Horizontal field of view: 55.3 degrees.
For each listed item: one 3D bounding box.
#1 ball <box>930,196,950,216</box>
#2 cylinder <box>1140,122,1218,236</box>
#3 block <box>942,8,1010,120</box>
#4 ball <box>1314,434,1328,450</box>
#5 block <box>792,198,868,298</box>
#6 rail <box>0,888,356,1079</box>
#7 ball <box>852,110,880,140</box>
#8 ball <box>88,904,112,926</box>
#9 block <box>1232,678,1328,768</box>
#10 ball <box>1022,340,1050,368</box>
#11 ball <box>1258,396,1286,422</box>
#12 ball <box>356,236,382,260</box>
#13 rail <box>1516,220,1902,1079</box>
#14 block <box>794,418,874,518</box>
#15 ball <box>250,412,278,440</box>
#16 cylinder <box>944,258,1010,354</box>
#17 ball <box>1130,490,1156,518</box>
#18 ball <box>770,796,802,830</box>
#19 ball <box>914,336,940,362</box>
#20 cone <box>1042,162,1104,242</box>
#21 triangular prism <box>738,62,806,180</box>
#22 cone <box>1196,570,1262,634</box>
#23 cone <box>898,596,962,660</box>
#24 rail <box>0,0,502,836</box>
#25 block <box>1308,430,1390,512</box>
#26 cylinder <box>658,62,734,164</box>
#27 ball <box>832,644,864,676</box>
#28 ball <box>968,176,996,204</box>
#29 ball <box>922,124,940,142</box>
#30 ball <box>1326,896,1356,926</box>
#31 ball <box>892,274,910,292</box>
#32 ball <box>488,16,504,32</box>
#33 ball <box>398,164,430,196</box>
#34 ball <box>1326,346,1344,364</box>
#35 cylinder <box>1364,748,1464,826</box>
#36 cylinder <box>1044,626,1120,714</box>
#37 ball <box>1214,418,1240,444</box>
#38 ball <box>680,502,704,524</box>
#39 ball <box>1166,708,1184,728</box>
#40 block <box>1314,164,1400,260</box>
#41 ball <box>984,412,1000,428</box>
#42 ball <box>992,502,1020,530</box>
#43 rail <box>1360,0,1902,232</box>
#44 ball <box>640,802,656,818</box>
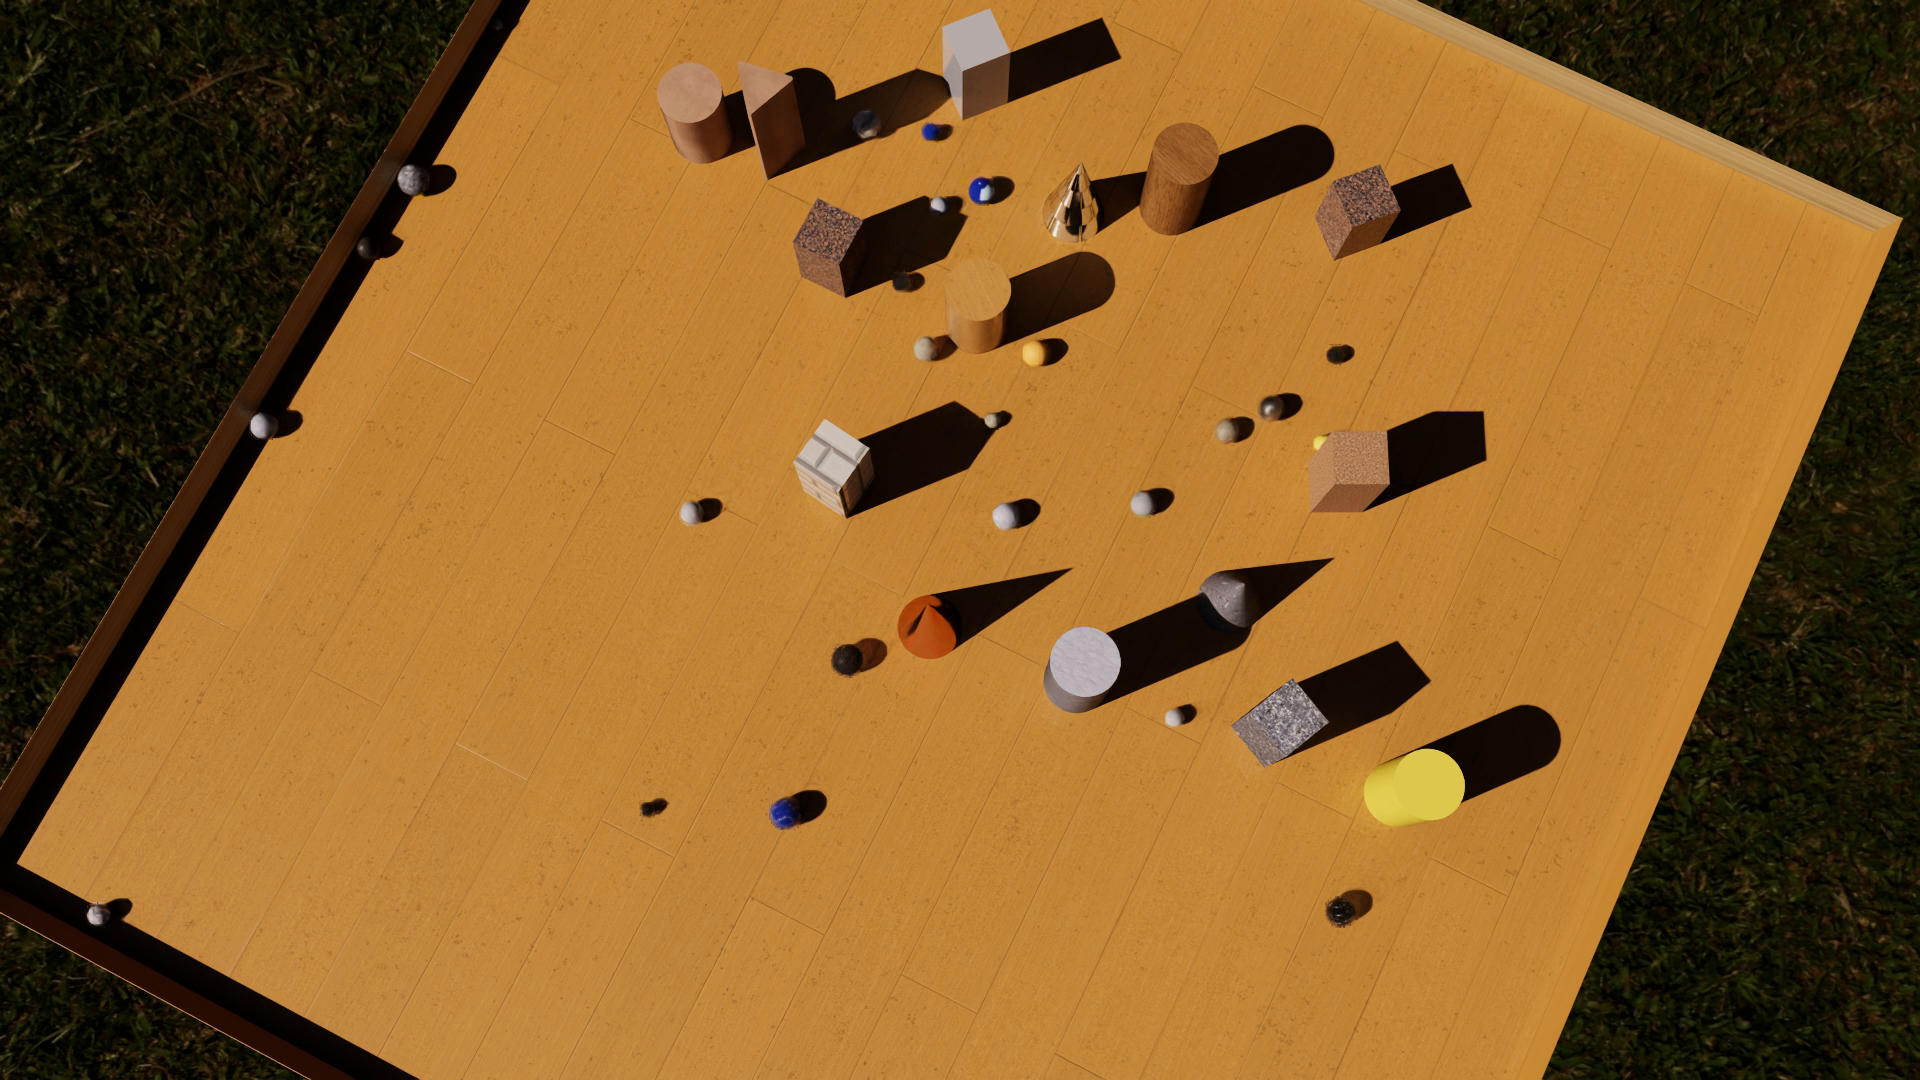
[{"bbox_3d":[-0.064,-1.057,5.804,0.061,0.061,0.061,0,78,0],"label":"ball"},{"bbox_3d":[0.669,-1.104,5.635,0.198,0.412,0.198,0,78,0],"label":"cylinder"},{"bbox_3d":[0.049,-1.486,5.744,0.158,0.353,0.158,-22,79,-5],"label":"block"},{"bbox_3d":[1.119,-0.296,5.649,0.057,0.057,0.057,0,78,0],"label":"ball"},{"bbox_3d":[-0.395,-0.897,5.648,0.158,0.301,0.158,27,80,5],"label":"block"},{"bbox_3d":[-0.981,1.928,5.151,4.333,0.128,0.045,26,80,5],"label":"rail"},{"bbox_3d":[-0.299,-1.324,5.845,0.089,0.089,0.089,0,78,0],"label":"ball"},{"bbox_3d":[-2.516,1.096,5.357,0.064,0.064,0.064,0,78,0],"label":"ball"},{"bbox_3d":[0.923,0.534,5.317,0.158,0.369,0.158,-37,81,-7],"label":"block"},{"bbox_3d":[0.235,-0.580,5.693,0.085,0.085,0.085,0,78,0],"label":"ball"},{"bbox_3d":[0.964,-0.406,5.659,0.082,0.082,0.082,0,78,0],"label":"ball"},{"bbox_3d":[-1.861,-0.920,5.769,0.075,0.075,0.075,0,78,0],"label":"ball"},{"bbox_3d":[1.917,0.945,5.354,0.045,0.128,4.434,26,80,5],"label":"rail"},{"bbox_3d":[-0.372,-0.209,5.477,0.158,0.359,0.158,34,80,7],"label":"block"},{"bbox_3d":[-2.144,-0.352,5.647,0.083,0.083,0.083,0,78,0],"label":"ball"},{"bbox_3d":[0.053,-0.712,5.599,0.198,0.322,0.198,0,78,0],"label":"cylinder"},{"bbox_3d":[0.560,-0.110,5.598,0.080,0.080,0.080,0,78,0],"label":"ball"},{"bbox_3d":[-0.512,0.805,5.402,0.094,0.094,0.094,0,78,0],"label":"ball"},{"bbox_3d":[-0.103,-0.593,5.700,0.077,0.077,0.077,0,78,0],"label":"ball"},{"bbox_3d":[0.360,-1.081,5.631,0.198,0.410,0.198,0,78,0],"label":"cone"},{"bbox_3d":[-0.606,-1.310,5.640,0.171,0.486,0.148,-42,81,-8],"label":"triangular prism"},{"bbox_3d":[0.819,0.157,5.424,0.198,0.314,0.198,0,78,0],"label":"cone"},{"bbox_3d":[-0.091,0.221,5.356,0.198,0.421,0.198,0,78,0],"label":"cone"},{"bbox_3d":[-1.917,-0.932,5.743,0.045,0.128,4.434,26,80,5],"label":"rail"},{"bbox_3d":[1.156,-0.200,5.466,0.158,0.375,0.158,0,78,0],"label":"block"},{"bbox_3d":[-0.824,-1.332,5.734,0.198,0.309,0.198,0,78,0],"label":"cylinder"},{"bbox_3d":[-0.337,0.359,5.494,0.095,0.095,0.095,0,78,0],"label":"ball"},{"bbox_3d":[0.068,-1.106,5.802,0.086,0.086,0.086,0,78,0],"label":"ball"},{"bbox_3d":[-0.090,-1.303,5.858,0.056,0.056,0.056,0,78,0],"label":"ball"},{"bbox_3d":[1.112,1.085,5.349,0.085,0.085,0.085,0,78,0],"label":"ball"},{"bbox_3d":[-0.184,-0.807,5.753,0.060,0.060,0.060,0,78,0],"label":"ball"},{"bbox_3d":[-1.502,-1.671,5.936,0.052,0.052,0.052,0,78,0],"label":"ball"},{"bbox_3d":[-1.730,-1.140,5.802,0.099,0.099,0.099,0,78,0],"label":"ball"},{"bbox_3d":[1.168,-0.575,5.708,0.055,0.055,0.055,0,78,0],"label":"ball"},{"bbox_3d":[1.302,0.717,5.274,0.198,0.381,0.198,0,78,0],"label":"cylinder"},{"bbox_3d":[0.350,0.382,5.324,0.198,0.418,0.198,0,78,0],"label":"cylinder"},{"bbox_3d":[0.823,-0.335,5.647,0.076,0.076,0.076,0,78,0],"label":"ball"},{"bbox_3d":[-0.819,-0.083,5.597,0.072,0.072,0.072,0,78,0],"label":"ball"},{"bbox_3d":[0.642,0.531,5.478,0.056,0.056,0.056,0,78,0],"label":"ball"},{"bbox_3d":[1.229,-1.012,5.679,0.158,0.287,0.158,-20,79,-4],"label":"block"},{"bbox_3d":[0.101,-0.369,5.668,0.049,0.049,0.049,0,78,0],"label":"ball"},{"bbox_3d":[0.142,-0.072,5.588,0.086,0.086,0.086,0,78,0],"label":"ball"},{"bbox_3d":[0.981,-1.914,5.946,4.333,0.128,0.045,26,80,5],"label":"rail"},{"bbox_3d":[-0.925,0.798,5.428,0.045,0.045,0.045,0,78,0],"label":"ball"}]
